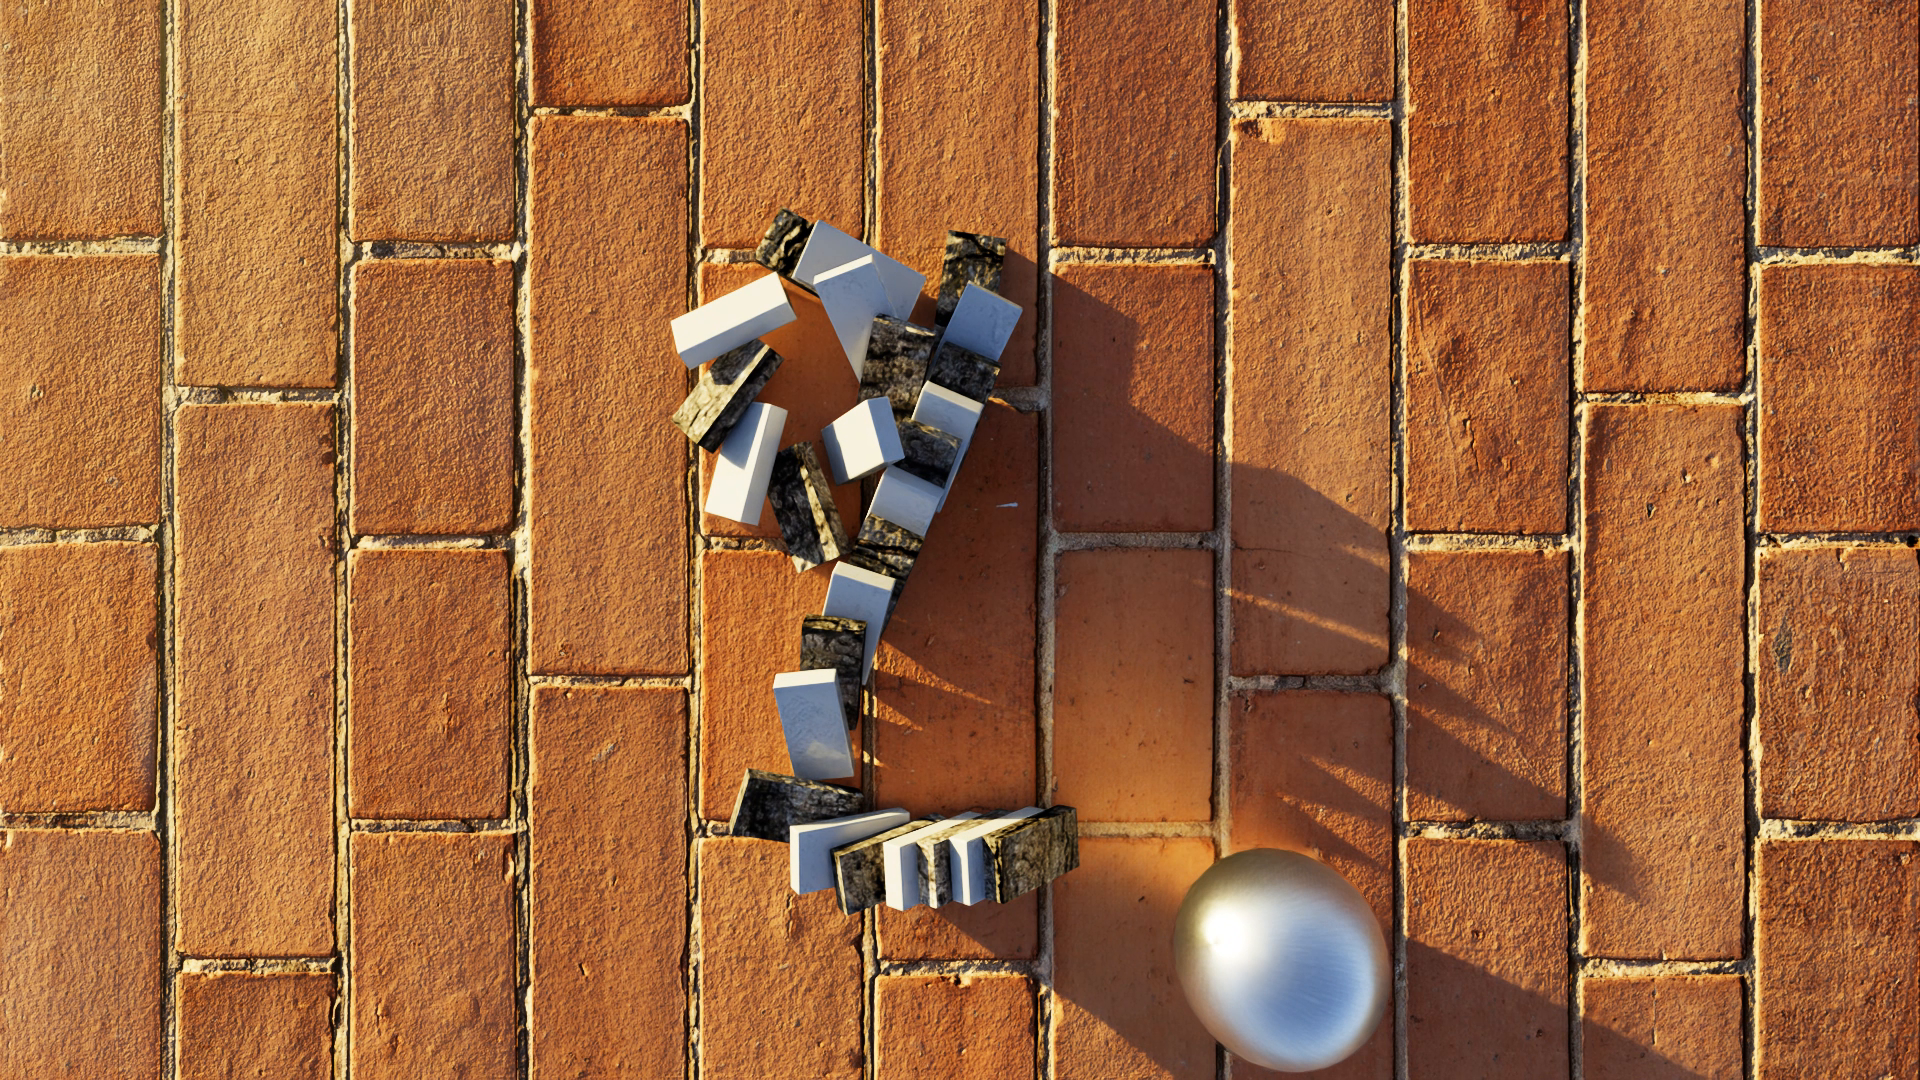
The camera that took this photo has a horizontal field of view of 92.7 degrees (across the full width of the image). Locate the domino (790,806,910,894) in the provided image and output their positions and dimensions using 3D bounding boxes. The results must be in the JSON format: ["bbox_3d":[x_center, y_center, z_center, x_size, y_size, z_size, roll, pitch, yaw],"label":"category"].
[{"bbox_3d":[-0.045,0.129,0.383,0.050,0.009,0.025,-1,91,-30],"label":"domino"}]

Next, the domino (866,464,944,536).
[{"bbox_3d":[-0.027,-0.004,0.383,0.025,0.009,0.050,25,122,0],"label":"domino"}]

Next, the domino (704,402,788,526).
[{"bbox_3d":[-0.091,-0.033,0.389,0.025,0.010,0.050,15,90,38],"label":"domino"}]

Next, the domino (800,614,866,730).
[{"bbox_3d":[-0.054,0.056,0.384,0.025,0.010,0.050,8,118,0],"label":"domino"}]

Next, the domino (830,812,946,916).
[{"bbox_3d":[-0.028,0.134,0.382,0.050,0.009,0.025,-10,95,-30],"label":"domino"}]

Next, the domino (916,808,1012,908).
[{"bbox_3d":[0.004,0.130,0.379,0.010,0.050,0.025,-3,90,44],"label":"domino"}]

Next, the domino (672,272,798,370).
[{"bbox_3d":[-0.096,-0.093,0.388,0.050,0.010,0.025,-25,49,0],"label":"domino"}]

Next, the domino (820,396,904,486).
[{"bbox_3d":[-0.041,-0.040,0.376,0.009,0.050,0.025,-15,90,-30],"label":"domino"}]

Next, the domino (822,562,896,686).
[{"bbox_3d":[-0.045,0.035,0.384,0.025,0.010,0.050,17,119,0],"label":"domino"}]

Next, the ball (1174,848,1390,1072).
[{"bbox_3d":[0.125,0.163,0.360,0.080,0.080,0.080,0,90,0],"label":"ball"}]

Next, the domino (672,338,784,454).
[{"bbox_3d":[-0.099,-0.064,0.389,0.025,0.010,0.050,37,90,38],"label":"domino"}]

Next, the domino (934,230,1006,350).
[{"bbox_3d":[0.004,-0.106,0.395,0.025,0.010,0.050,9,90,0],"label":"domino"}]

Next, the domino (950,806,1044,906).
[{"bbox_3d":[0.017,0.129,0.379,0.009,0.050,0.025,-3,90,44],"label":"domino"}]

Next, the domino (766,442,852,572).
[{"bbox_3d":[-0.066,-0.014,0.389,0.025,0.009,0.050,-21,90,32],"label":"domino"}]

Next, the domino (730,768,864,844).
[{"bbox_3d":[-0.068,0.114,0.386,0.050,0.009,0.025,17,94,-21],"label":"domino"}]

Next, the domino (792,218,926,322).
[{"bbox_3d":[-0.042,-0.110,0.384,0.050,0.009,0.025,23,92,-20],"label":"domino"}]

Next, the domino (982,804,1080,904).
[{"bbox_3d":[0.030,0.129,0.379,0.009,0.050,0.025,-3,90,44],"label":"domino"}]

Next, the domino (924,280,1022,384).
[{"bbox_3d":[0.004,-0.080,0.385,0.025,0.009,0.050,25,111,-6],"label":"domino"}]

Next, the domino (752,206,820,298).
[{"bbox_3d":[-0.060,-0.119,0.395,0.050,0.010,0.025,30,90,0],"label":"domino"}]

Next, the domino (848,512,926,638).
[{"bbox_3d":[-0.036,0.016,0.384,0.025,0.009,0.050,25,119,0],"label":"domino"}]

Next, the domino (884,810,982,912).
[{"bbox_3d":[-0.009,0.132,0.379,0.010,0.050,0.025,-3,90,44],"label":"domino"}]

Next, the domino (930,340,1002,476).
[{"bbox_3d":[-0.003,-0.055,0.384,0.025,0.009,0.050,22,117,0],"label":"domino"}]

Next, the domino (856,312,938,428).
[{"bbox_3d":[-0.028,-0.066,0.383,0.025,0.009,0.050,17,123,0],"label":"domino"}]

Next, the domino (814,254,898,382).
[{"bbox_3d":[-0.038,-0.089,0.380,0.025,0.009,0.050,-19,124,8],"label":"domino"}]

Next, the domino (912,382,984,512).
[{"bbox_3d":[-0.011,-0.038,0.382,0.025,0.010,0.050,23,122,0],"label":"domino"}]

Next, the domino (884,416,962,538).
[{"bbox_3d":[-0.020,-0.024,0.381,0.025,0.009,0.050,22,122,0],"label":"domino"}]

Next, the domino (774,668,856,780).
[{"bbox_3d":[-0.060,0.078,0.384,0.025,0.010,0.050,-6,117,1],"label":"domino"}]
